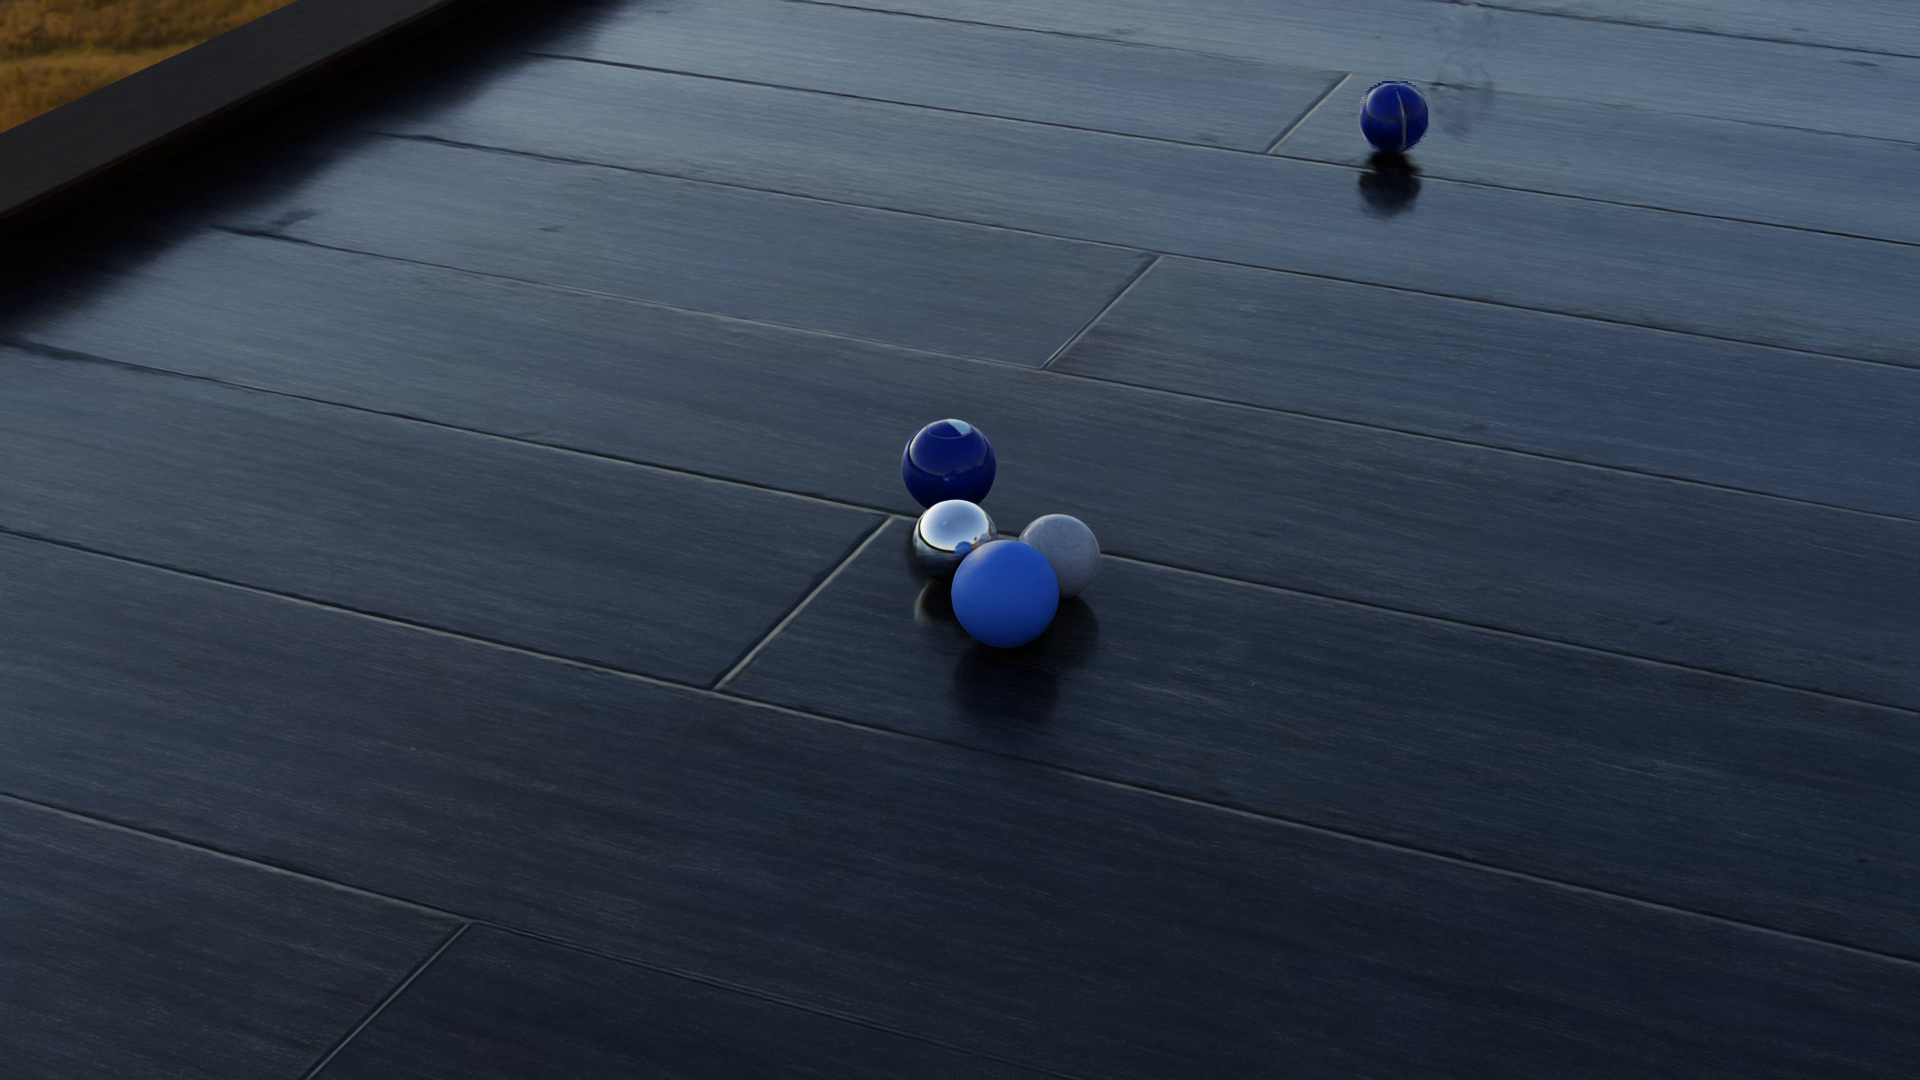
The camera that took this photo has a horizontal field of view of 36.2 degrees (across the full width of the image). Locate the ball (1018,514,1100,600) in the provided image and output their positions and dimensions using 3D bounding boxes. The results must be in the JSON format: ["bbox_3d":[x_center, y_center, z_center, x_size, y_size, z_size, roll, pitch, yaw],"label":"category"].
[{"bbox_3d":[0.058,0.010,1.764,0.052,0.052,0.052,0,27,0],"label":"ball"}]

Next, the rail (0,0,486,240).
[{"bbox_3d":[-0.481,-0.527,2.796,0.045,0.082,3.425,11,29,21],"label":"rail"}]

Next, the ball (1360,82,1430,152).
[{"bbox_3d":[0.367,-0.358,2.489,0.058,0.058,0.058,0,27,0],"label":"ball"}]

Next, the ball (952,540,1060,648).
[{"bbox_3d":[0.026,0.031,1.709,0.063,0.063,0.063,0,27,0],"label":"ball"}]

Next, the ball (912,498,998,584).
[{"bbox_3d":[-0.003,0.001,1.783,0.052,0.052,0.052,0,27,0],"label":"ball"}]

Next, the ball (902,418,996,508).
[{"bbox_3d":[-0.007,-0.047,1.867,0.061,0.061,0.061,0,27,0],"label":"ball"}]
